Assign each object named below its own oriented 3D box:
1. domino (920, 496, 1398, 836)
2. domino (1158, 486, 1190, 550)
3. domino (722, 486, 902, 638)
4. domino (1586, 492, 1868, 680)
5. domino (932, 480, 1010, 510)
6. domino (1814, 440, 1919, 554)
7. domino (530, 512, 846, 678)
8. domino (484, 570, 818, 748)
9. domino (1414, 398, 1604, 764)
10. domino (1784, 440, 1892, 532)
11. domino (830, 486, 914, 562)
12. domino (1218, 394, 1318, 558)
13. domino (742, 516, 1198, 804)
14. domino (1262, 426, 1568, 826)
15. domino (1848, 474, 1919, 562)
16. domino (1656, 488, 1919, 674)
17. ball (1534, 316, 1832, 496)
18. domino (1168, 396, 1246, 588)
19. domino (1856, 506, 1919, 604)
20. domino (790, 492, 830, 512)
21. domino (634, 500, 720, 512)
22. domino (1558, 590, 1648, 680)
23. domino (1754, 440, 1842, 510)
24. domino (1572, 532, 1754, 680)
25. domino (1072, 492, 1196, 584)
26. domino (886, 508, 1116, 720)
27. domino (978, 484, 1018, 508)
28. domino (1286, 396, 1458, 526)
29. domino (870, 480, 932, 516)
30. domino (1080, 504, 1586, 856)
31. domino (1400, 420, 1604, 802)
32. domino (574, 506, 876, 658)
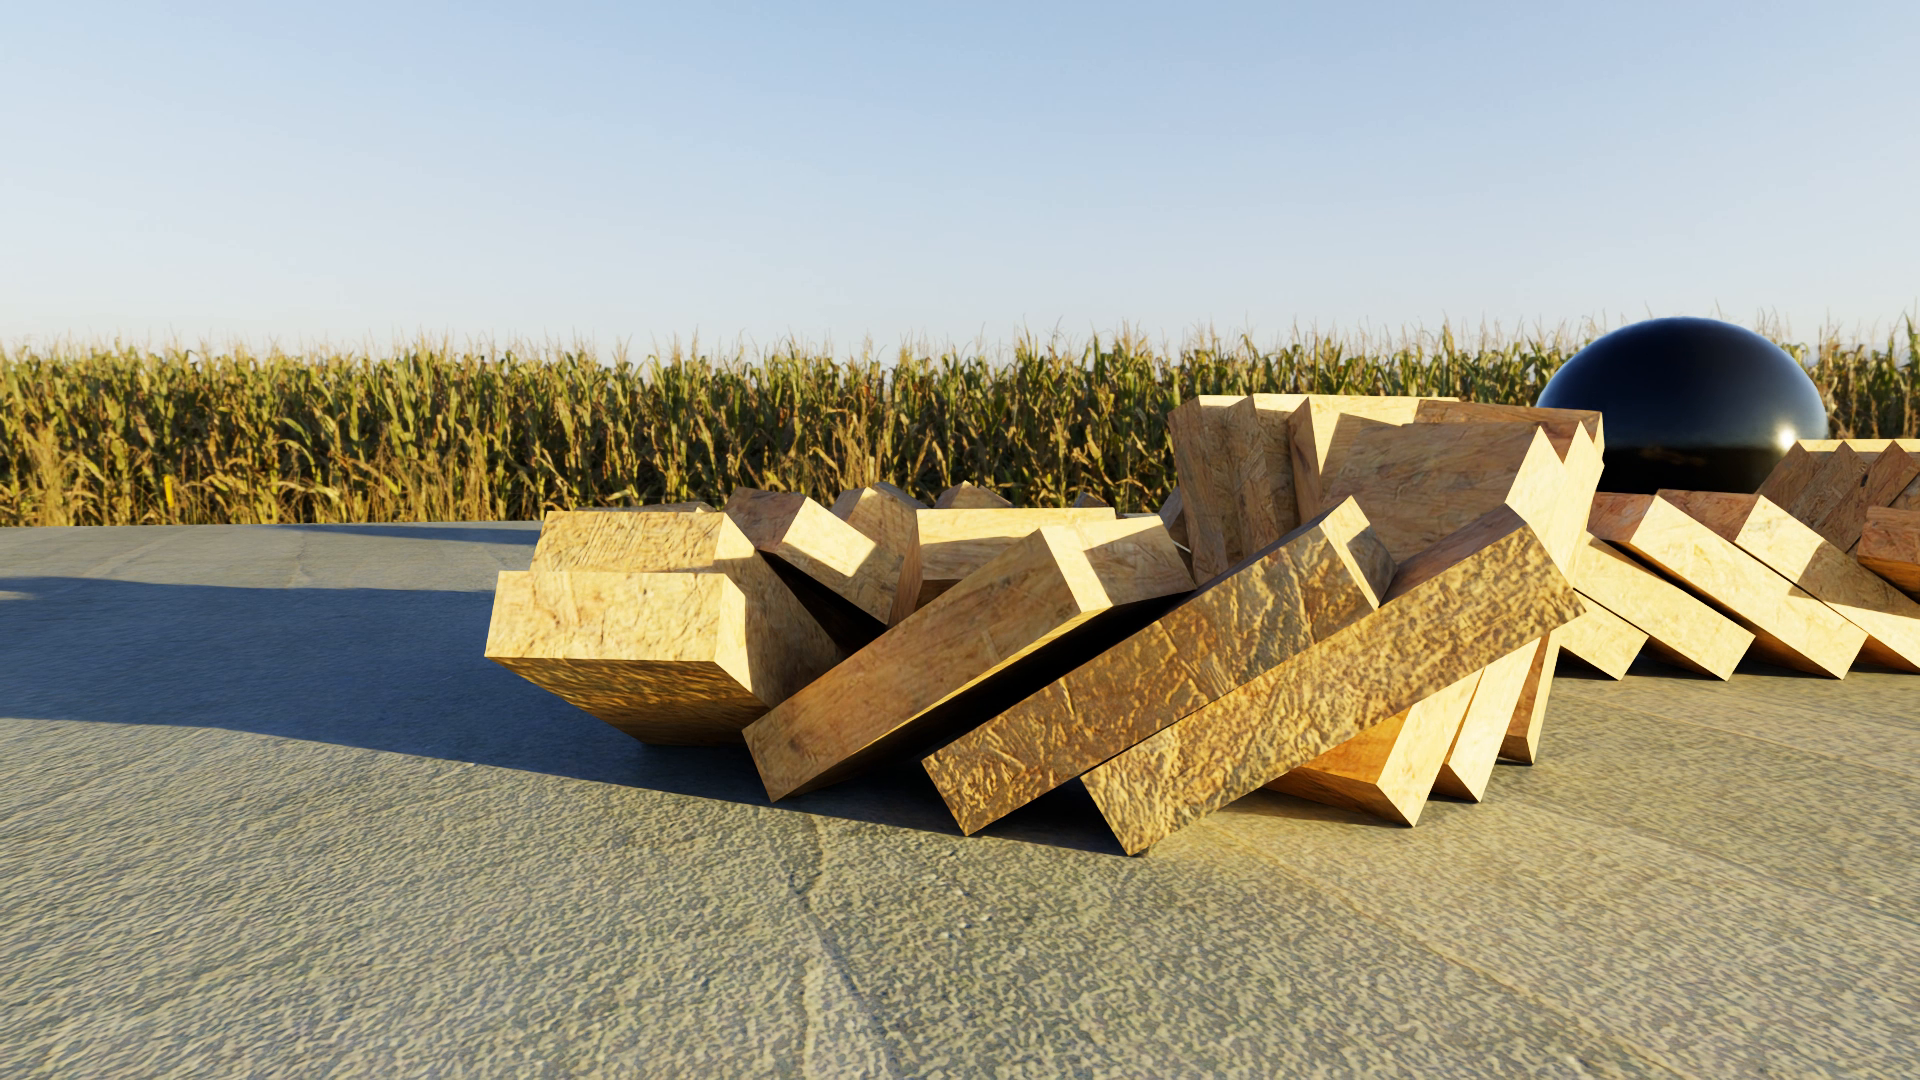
[{"bbox_3d":[0.022,0.014,0.141,0.050,0.010,0.025,-34,-6,24],"label":"domino"},{"bbox_3d":[0.062,0.007,0.246,0.050,0.010,0.025,31,5,-1],"label":"domino"},{"bbox_3d":[-0.014,0.009,0.208,0.050,0.009,0.025,36,-14,-32],"label":"domino"},{"bbox_3d":[0.139,0.008,0.240,0.050,0.009,0.025,30,0,-9],"label":"domino"},{"bbox_3d":[0.018,0.007,0.226,0.050,0.009,0.025,30,-7,-7],"label":"domino"},{"bbox_3d":[0.215,-0.002,0.299,0.025,0.050,0.009,-1,46,-11],"label":"domino"},{"bbox_3d":[-0.036,0.012,0.181,0.025,0.009,0.050,1,-27,16],"label":"domino"},{"bbox_3d":[-0.035,0.016,0.159,0.025,0.009,0.050,1,-19,7],"label":"domino"},{"bbox_3d":[0.073,0.004,0.182,0.025,0.050,0.009,9,-24,33],"label":"domino"},{"bbox_3d":[0.213,-0.003,0.312,0.025,0.050,0.010,-1,46,-11],"label":"domino"},{"bbox_3d":[0.000,0.008,0.223,0.050,0.010,0.025,31,-7,-13],"label":"domino"},{"bbox_3d":[0.060,0.001,0.213,0.025,0.050,0.009,-2,-12,-26],"label":"domino"},{"bbox_3d":[0.000,0.014,0.150,0.050,0.009,0.025,-35,-17,33],"label":"domino"},{"bbox_3d":[0.052,0.008,0.158,0.025,0.050,0.009,5,-32,52],"label":"domino"},{"bbox_3d":[0.218,-0.001,0.287,0.025,0.050,0.010,-1,46,-11],"label":"domino"},{"bbox_3d":[0.158,0.007,0.243,0.050,0.009,0.025,30,-1,-12],"label":"domino"},{"bbox_3d":[0.212,-0.026,0.383,0.080,0.080,0.080,0,4,0],"label":"ball"},{"bbox_3d":[0.053,0.001,0.220,0.025,0.050,0.009,-2,-12,-26],"label":"domino"},{"bbox_3d":[0.184,0.009,0.240,0.025,0.010,0.050,13,-12,39],"label":"domino"},{"bbox_3d":[-0.014,0.007,0.252,0.050,0.009,0.025,29,4,-1],"label":"domino"},{"bbox_3d":[-0.033,0.009,0.227,0.050,0.009,0.025,31,-19,-34],"label":"domino"},{"bbox_3d":[0.100,0.008,0.242,0.050,0.009,0.025,31,3,-3],"label":"domino"},{"bbox_3d":[0.210,-0.004,0.325,0.025,0.050,0.009,-1,46,-11],"label":"domino"},{"bbox_3d":[0.118,0.008,0.241,0.050,0.010,0.025,31,3,-4],"label":"domino"},{"bbox_3d":[0.043,0.007,0.248,0.050,0.009,0.025,30,5,0],"label":"domino"},{"bbox_3d":[0.004,0.012,0.178,0.025,0.009,0.050,-1,-28,-10],"label":"domino"},{"bbox_3d":[0.023,0.006,0.254,0.050,0.010,0.025,31,4,-1],"label":"domino"},{"bbox_3d":[0.067,0.003,0.199,0.025,0.050,0.009,0,-18,-8],"label":"domino"},{"bbox_3d":[0.003,0.006,0.254,0.050,0.009,0.025,31,4,0],"label":"domino"},{"bbox_3d":[0.039,0.014,0.136,0.050,0.010,0.025,-34,-5,19],"label":"domino"},{"bbox_3d":[0.062,0.007,0.168,0.025,0.050,0.009,5,-31,49],"label":"domino"},{"bbox_3d":[-0.037,0.010,0.204,0.025,0.009,0.050,1,-25,32],"label":"domino"}]
